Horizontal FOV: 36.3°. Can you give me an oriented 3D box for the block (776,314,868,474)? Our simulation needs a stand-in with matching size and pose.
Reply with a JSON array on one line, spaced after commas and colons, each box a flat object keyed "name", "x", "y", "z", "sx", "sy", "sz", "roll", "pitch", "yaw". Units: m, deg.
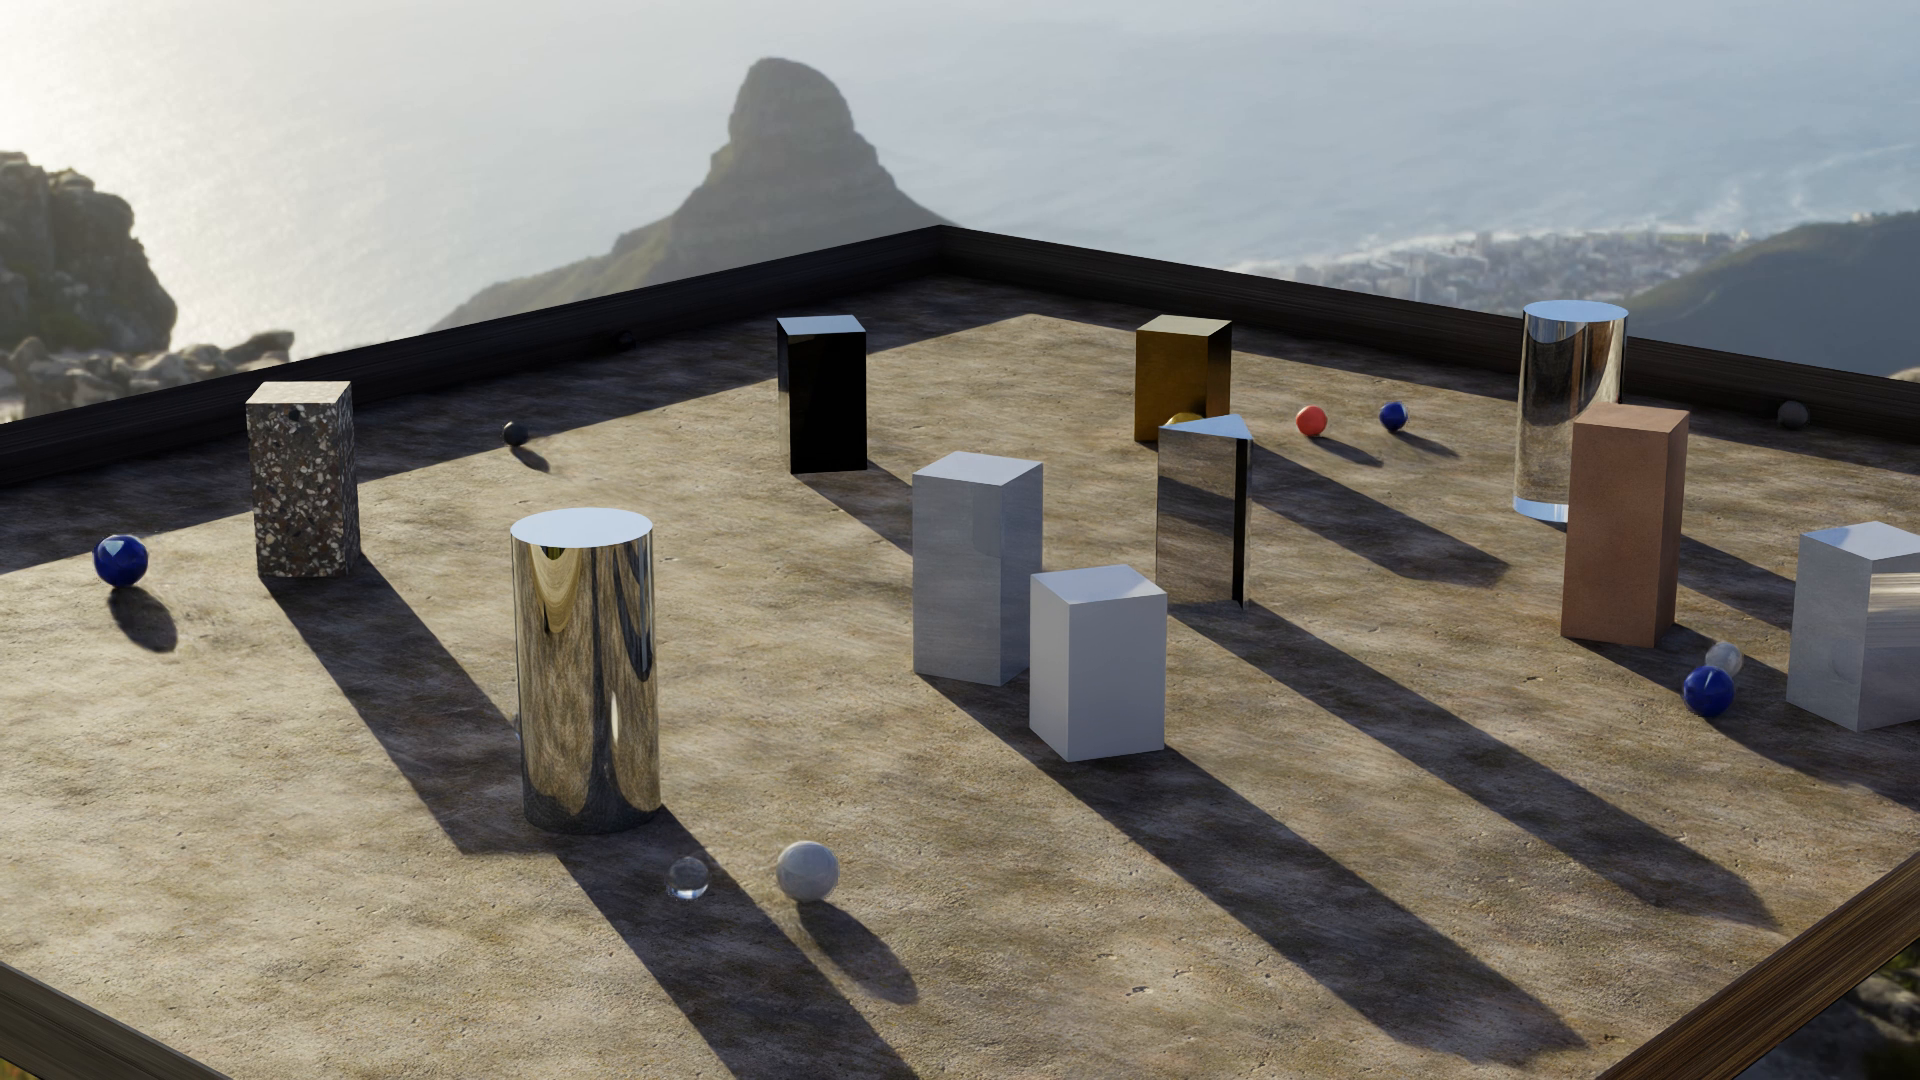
[{"name": "block", "x": -0.279, "y": -0.296, "z": 5.933, "sx": 0.156, "sy": 0.286, "sz": 0.156, "roll": -3, "pitch": 17, "yaw": -11}]

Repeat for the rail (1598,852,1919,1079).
[{"name": "rail", "x": 1.399, "y": 0.382, "z": 3.958, "sx": 0.045, "sy": 0.127, "sz": 4.160, "roll": 14, "pitch": 22, "yaw": 39}]

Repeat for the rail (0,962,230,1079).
[{"name": "rail", "x": -1.348, "y": 0.480, "z": 3.633, "sx": 3.752, "sy": 0.127, "sz": 0.045, "roll": 14, "pitch": 22, "yaw": 39}]

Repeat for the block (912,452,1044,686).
[{"name": "block", "x": 0.029, "y": 0.044, "z": 4.725, "sx": 0.156, "sy": 0.333, "sz": 0.156, "roll": 8, "pitch": 19, "yaw": 25}]

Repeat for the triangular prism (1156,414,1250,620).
[{"name": "triangular prism", "x": 0.446, "y": -0.046, "z": 5.050, "sx": 0.169, "sy": 0.319, "sz": 0.146, "roll": 9, "pitch": 19, "yaw": 26}]

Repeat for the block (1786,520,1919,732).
[{"name": "block", "x": 1.403, "y": 0.132, "z": 4.537, "sx": 0.156, "sy": 0.274, "sz": 0.156, "roll": -8, "pitch": 19, "yaw": -25}]

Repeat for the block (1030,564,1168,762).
[{"name": "block", "x": 0.207, "y": 0.183, "z": 4.414, "sx": 0.156, "sy": 0.247, "sz": 0.156, "roll": -6, "pitch": 18, "yaw": -19}]

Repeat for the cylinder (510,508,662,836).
[{"name": "cylinder", "x": -0.523, "y": 0.183, "z": 4.117, "sx": 0.195, "sy": 0.419, "sz": 0.195, "roll": 0, "pitch": 17, "yaw": 0}]

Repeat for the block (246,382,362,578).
[{"name": "block", "x": -1.175, "y": -0.110, "z": 5.260, "sx": 0.156, "sy": 0.319, "sz": 0.156, "roll": 0, "pitch": 17, "yaw": -1}]

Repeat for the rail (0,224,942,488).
[{"name": "rail", "x": -1.399, "y": -0.319, "z": 6.283, "sx": 0.045, "sy": 0.127, "sz": 4.160, "roll": 14, "pitch": 22, "yaw": 39}]

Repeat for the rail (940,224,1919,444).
[{"name": "rail", "x": 1.348, "y": -0.417, "z": 6.607, "sx": 3.752, "sy": 0.127, "sz": 0.045, "roll": 14, "pitch": 22, "yaw": 39}]

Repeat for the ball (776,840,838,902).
[{"name": "ball", "x": -0.202, "y": 0.436, "z": 3.863, "sx": 0.081, "sy": 0.081, "sz": 0.081, "roll": 0, "pitch": 17, "yaw": 0}]

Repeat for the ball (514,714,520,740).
[{"name": "ball", "x": -0.633, "y": 0.278, "z": 4.400, "sx": 0.073, "sy": 0.073, "sz": 0.073, "roll": 0, "pitch": 17, "yaw": 0}]

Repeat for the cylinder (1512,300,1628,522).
[{"name": "cylinder", "x": 1.164, "y": -0.248, "z": 5.597, "sx": 0.195, "sy": 0.388, "sz": 0.195, "roll": 0, "pitch": 17, "yaw": 0}]

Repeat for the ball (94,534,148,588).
[{"name": "ball", "x": -1.478, "y": 0.036, "z": 5.167, "sx": 0.094, "sy": 0.094, "sz": 0.094, "roll": 0, "pitch": 17, "yaw": 0}]

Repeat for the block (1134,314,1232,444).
[{"name": "block", "x": 0.467, "y": -0.333, "z": 6.139, "sx": 0.156, "sy": 0.239, "sz": 0.156, "roll": 7, "pitch": 18, "yaw": 22}]

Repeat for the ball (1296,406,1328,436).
[{"name": "ball", "x": 0.740, "y": -0.251, "z": 6.169, "sx": 0.065, "sy": 0.065, "sz": 0.065, "roll": 0, "pitch": 17, "yaw": 0}]

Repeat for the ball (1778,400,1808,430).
[{"name": "ball", "x": 1.765, "y": -0.265, "z": 6.219, "sx": 0.063, "sy": 0.063, "sz": 0.063, "roll": 0, "pitch": 17, "yaw": 0}]

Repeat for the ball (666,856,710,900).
[{"name": "ball", "x": -0.359, "y": 0.447, "z": 3.870, "sx": 0.056, "sy": 0.056, "sz": 0.056, "roll": 0, "pitch": 17, "yaw": 0}]

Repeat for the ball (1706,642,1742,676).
[{"name": "ball", "x": 1.227, "y": 0.192, "z": 4.710, "sx": 0.059, "sy": 0.059, "sz": 0.059, "roll": 0, "pitch": 17, "yaw": 0}]

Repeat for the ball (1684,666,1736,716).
[{"name": "ball", "x": 1.160, "y": 0.233, "z": 4.540, "sx": 0.079, "sy": 0.079, "sz": 0.079, "roll": 0, "pitch": 17, "yaw": 0}]

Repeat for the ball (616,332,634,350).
[{"name": "ball", "x": -0.792, "y": -0.470, "z": 6.929, "sx": 0.046, "sy": 0.046, "sz": 0.046, "roll": 0, "pitch": 17, "yaw": 0}]

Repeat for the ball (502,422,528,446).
[{"name": "ball", "x": -0.924, "y": -0.220, "z": 6.090, "sx": 0.051, "sy": 0.051, "sz": 0.051, "roll": 0, "pitch": 17, "yaw": 0}]

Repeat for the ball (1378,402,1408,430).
[{"name": "ball", "x": 0.918, "y": -0.262, "z": 6.212, "sx": 0.061, "sy": 0.061, "sz": 0.061, "roll": 0, "pitch": 17, "yaw": 0}]

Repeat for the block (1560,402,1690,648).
[{"name": "block", "x": 1.111, "y": -0.027, "z": 4.899, "sx": 0.156, "sy": 0.369, "sz": 0.156, "roll": 8, "pitch": 18, "yaw": 24}]

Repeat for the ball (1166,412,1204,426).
[{"name": "ball", "x": 0.463, "y": -0.213, "z": 5.986, "sx": 0.098, "sy": 0.098, "sz": 0.098, "roll": 0, "pitch": 17, "yaw": 0}]
